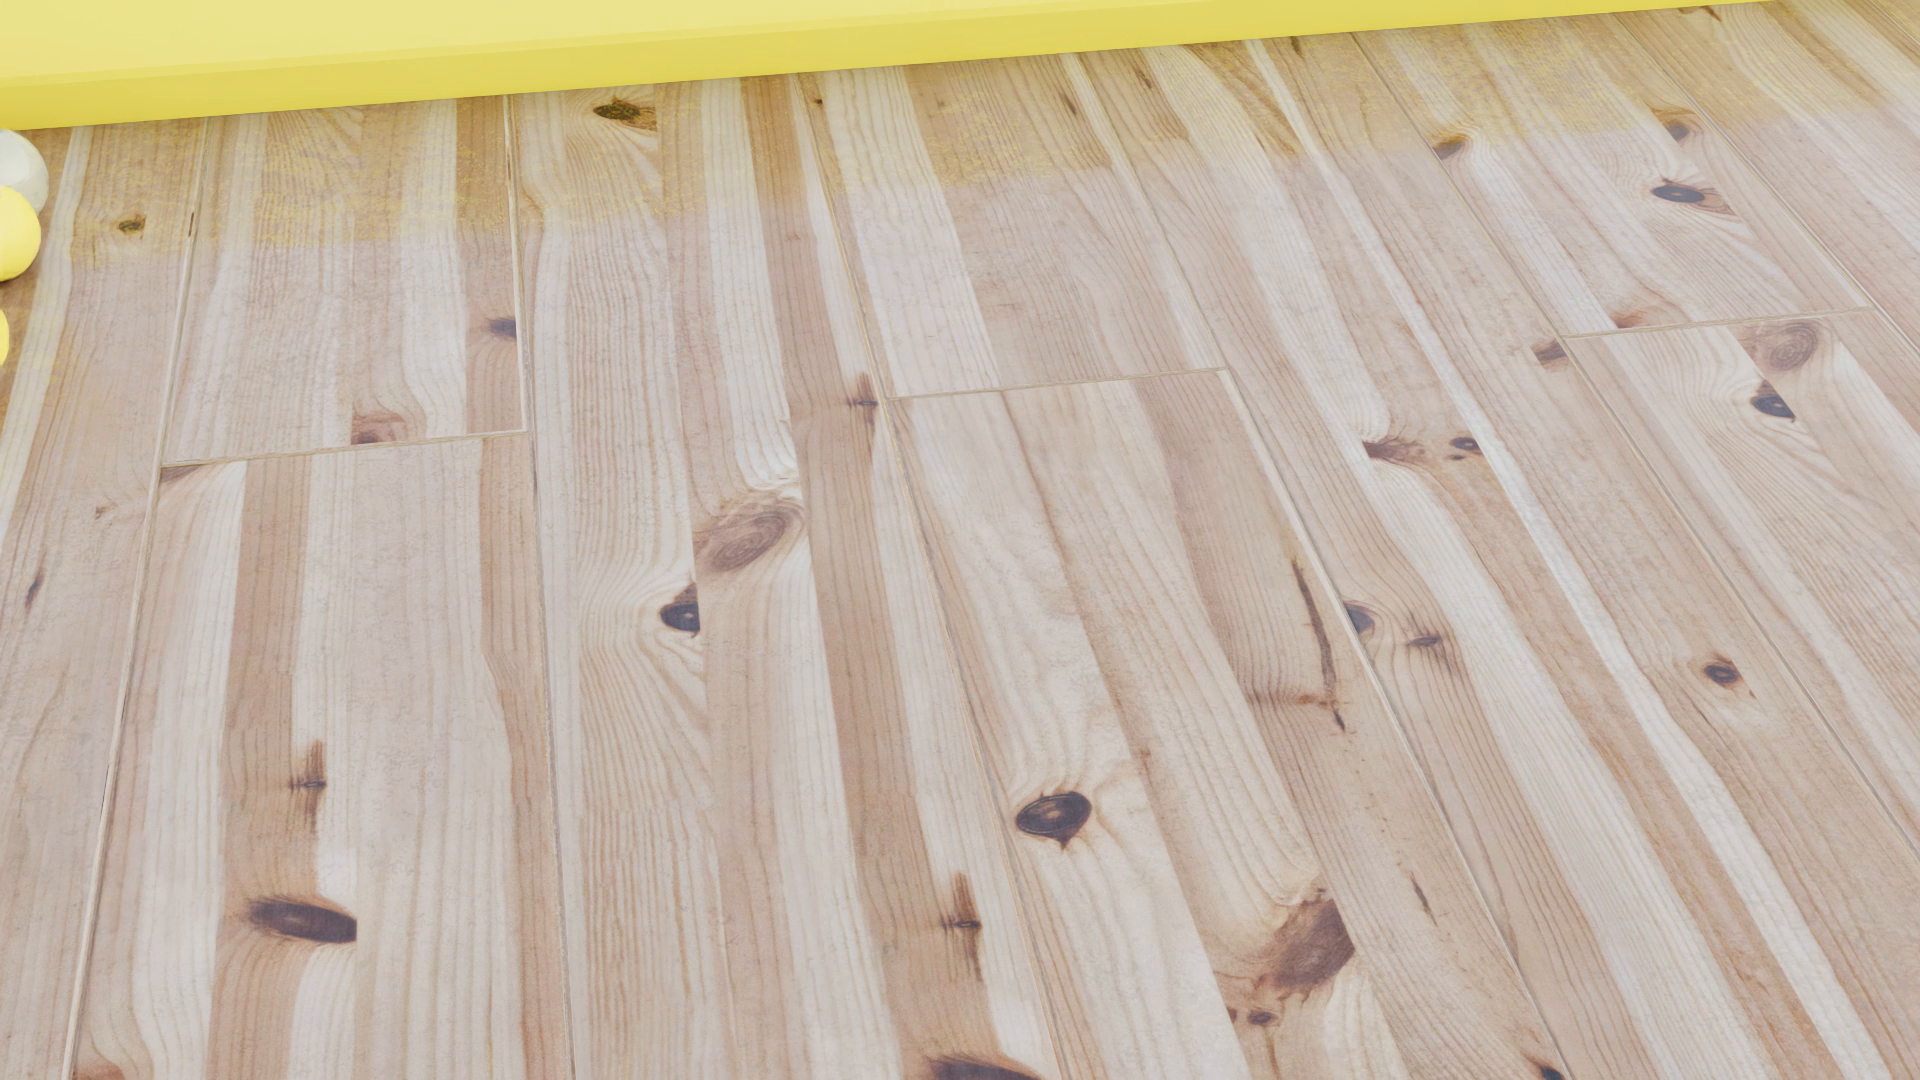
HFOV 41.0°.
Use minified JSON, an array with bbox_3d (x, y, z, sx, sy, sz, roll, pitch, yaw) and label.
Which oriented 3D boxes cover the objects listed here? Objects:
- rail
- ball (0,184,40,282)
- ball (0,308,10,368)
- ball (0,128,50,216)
[{"bbox_3d":[0.609,-0.524,2.296,2.980,0.126,0.045,-6,36,-8],"label":"rail"},{"bbox_3d":[-0.734,-0.232,1.935,0.077,0.077,0.077,0,36,0],"label":"ball"},{"bbox_3d":[-0.714,-0.144,1.809,0.082,0.082,0.082,0,36,0],"label":"ball"},{"bbox_3d":[-0.752,-0.280,1.996,0.083,0.083,0.083,0,36,0],"label":"ball"}]
